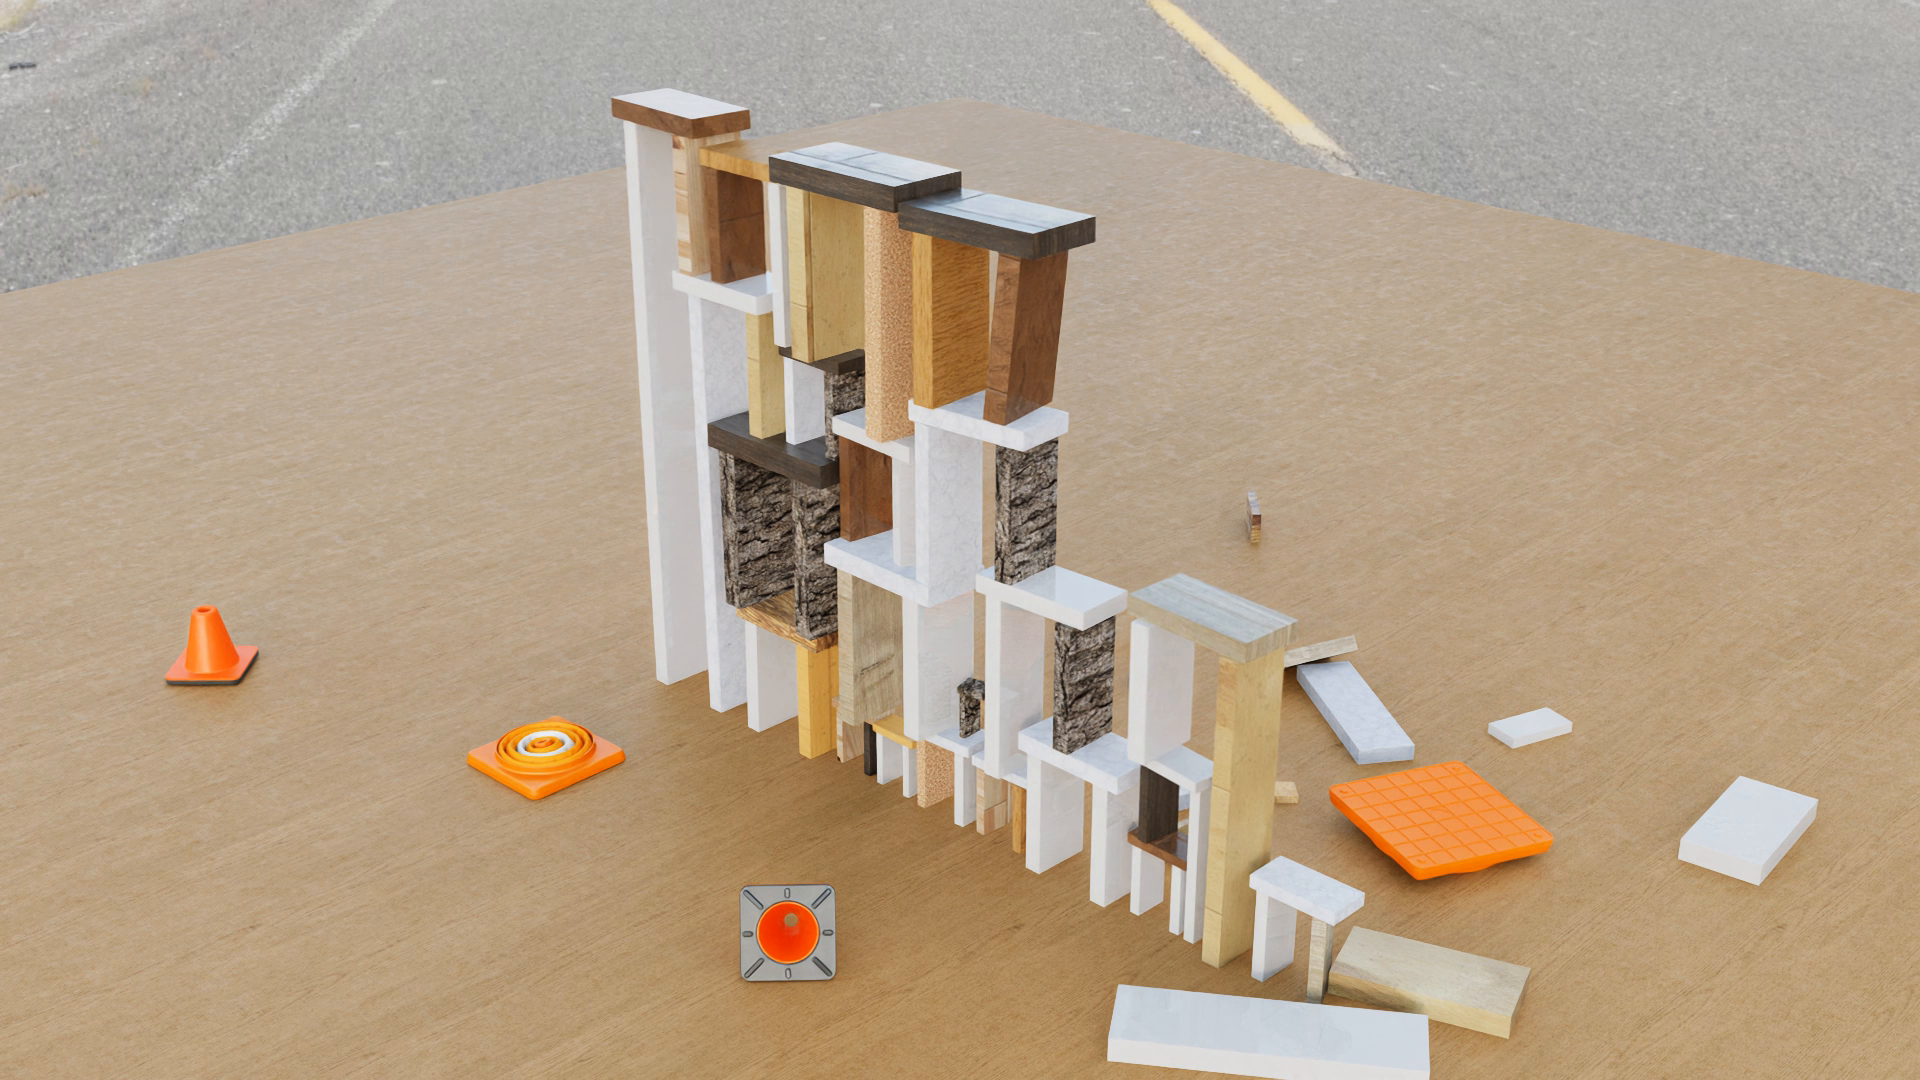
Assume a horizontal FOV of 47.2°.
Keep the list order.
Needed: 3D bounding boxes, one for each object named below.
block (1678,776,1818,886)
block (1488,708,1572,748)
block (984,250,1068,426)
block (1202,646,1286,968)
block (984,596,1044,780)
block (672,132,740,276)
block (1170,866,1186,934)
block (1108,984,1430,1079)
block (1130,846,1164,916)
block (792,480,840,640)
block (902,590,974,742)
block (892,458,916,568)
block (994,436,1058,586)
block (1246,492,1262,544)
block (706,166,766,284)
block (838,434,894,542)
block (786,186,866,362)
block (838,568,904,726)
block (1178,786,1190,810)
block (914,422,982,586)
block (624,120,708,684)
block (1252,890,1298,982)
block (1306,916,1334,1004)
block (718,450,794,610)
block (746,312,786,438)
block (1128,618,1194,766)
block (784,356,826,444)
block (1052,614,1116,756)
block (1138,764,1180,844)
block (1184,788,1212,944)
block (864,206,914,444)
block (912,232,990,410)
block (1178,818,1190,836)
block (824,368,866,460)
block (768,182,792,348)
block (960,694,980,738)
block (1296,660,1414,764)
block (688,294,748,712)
[{"bbox_3d":[1.563,0.572,4.355,0.159,0.045,0.319,17,28,35],"label":"block"},{"bbox_3d":[1.237,0.407,4.772,0.163,0.023,0.081,-12,26,-25],"label":"block"},{"bbox_3d":[0.120,-0.385,3.967,0.046,0.328,0.164,21,30,29],"label":"block"},{"bbox_3d":[0.499,0.463,3.881,0.039,0.615,0.136,21,31,40],"label":"block"},{"bbox_3d":[0.105,0.264,4.229,0.037,0.379,0.130,19,30,38],"label":"block"},{"bbox_3d":[-0.509,-0.690,4.469,0.142,0.284,0.040,-21,31,-41],"label":"block"},{"bbox_3d":[0.418,0.648,4.049,0.020,0.143,0.072,19,29,38],"label":"block"},{"bbox_3d":[0.522,0.842,3.719,0.528,0.045,0.159,4,23,9],"label":"block"},{"bbox_3d":[0.352,0.623,4.109,0.020,0.143,0.072,21,31,40],"label":"block"},{"bbox_3d":[-0.257,0.018,4.519,0.174,0.348,0.049,-18,29,-37],"label":"block"},{"bbox_3d":[-0.042,0.234,4.356,0.151,0.302,0.043,-20,30,-39],"label":"block"},{"bbox_3d":[-0.072,-0.068,4.278,0.115,0.230,0.033,-11,26,-25],"label":"block"},{"bbox_3d":[0.123,-0.064,4.076,0.038,0.270,0.135,19,29,37],"label":"block"},{"bbox_3d":[0.773,-0.061,5.800,0.023,0.081,0.163,1,23,1],"label":"block"},{"bbox_3d":[-0.448,-0.640,4.416,0.117,0.233,0.033,-21,31,-40],"label":"block"},{"bbox_3d":[-0.184,-0.120,4.399,0.115,0.230,0.033,-17,29,-35],"label":"block"},{"bbox_3d":[-0.250,-0.533,4.276,0.172,0.345,0.049,-21,30,-40],"label":"block"},{"bbox_3d":[-0.178,0.197,4.494,0.043,0.341,0.151,21,31,40],"label":"block"},{"bbox_3d":[0.378,0.493,4.554,0.123,0.035,0.247,-12,26,-25],"label":"block"},{"bbox_3d":[-0.021,-0.083,4.192,0.135,0.324,0.038,-19,29,-37],"label":"block"},{"bbox_3d":[-0.626,-0.286,4.794,0.040,1.282,0.142,21,31,41],"label":"block"},{"bbox_3d":[0.561,0.688,3.910,0.025,0.179,0.090,21,31,41],"label":"block"},{"bbox_3d":[0.632,0.716,3.844,0.025,0.179,0.090,8,24,18],"label":"block"},{"bbox_3d":[-0.420,-0.044,4.664,0.174,0.348,0.049,-21,31,-40],"label":"block"},{"bbox_3d":[-0.368,-0.352,4.476,0.038,0.268,0.134,22,31,40],"label":"block"},{"bbox_3d":[0.361,0.254,3.936,0.039,0.272,0.136,20,30,39],"label":"block"},{"bbox_3d":[-0.311,-0.291,4.445,0.090,0.181,0.026,-21,31,-41],"label":"block"},{"bbox_3d":[0.231,0.258,4.090,0.037,0.259,0.130,21,30,39],"label":"block"},{"bbox_3d":[0.365,0.472,4.029,0.079,0.158,0.022,-17,28,-34],"label":"block"},{"bbox_3d":[0.446,0.577,3.990,0.079,0.321,0.022,-21,31,-40],"label":"block"},{"bbox_3d":[-0.096,-0.419,4.145,0.172,0.453,0.049,-18,30,-36],"label":"block"},{"bbox_3d":[-0.016,-0.421,4.054,0.046,0.328,0.164,18,29,37],"label":"block"},{"bbox_3d":[0.417,0.588,4.301,0.116,0.058,0.016,-19,30,-38],"label":"block"},{"bbox_3d":[-0.226,-0.257,4.365,0.090,0.181,0.026,-21,31,-41],"label":"block"},{"bbox_3d":[-0.317,-0.555,4.342,0.117,0.333,0.033,-21,30,-40],"label":"block"},{"bbox_3d":[0.020,0.341,4.367,0.014,0.097,0.049,19,30,37],"label":"block"},{"bbox_3d":[0.864,0.375,4.832,0.123,0.035,0.410,-4,23,-10],"label":"block"},{"bbox_3d":[-0.496,-0.085,4.731,0.038,0.960,0.134,20,30,40],"label":"block"}]
